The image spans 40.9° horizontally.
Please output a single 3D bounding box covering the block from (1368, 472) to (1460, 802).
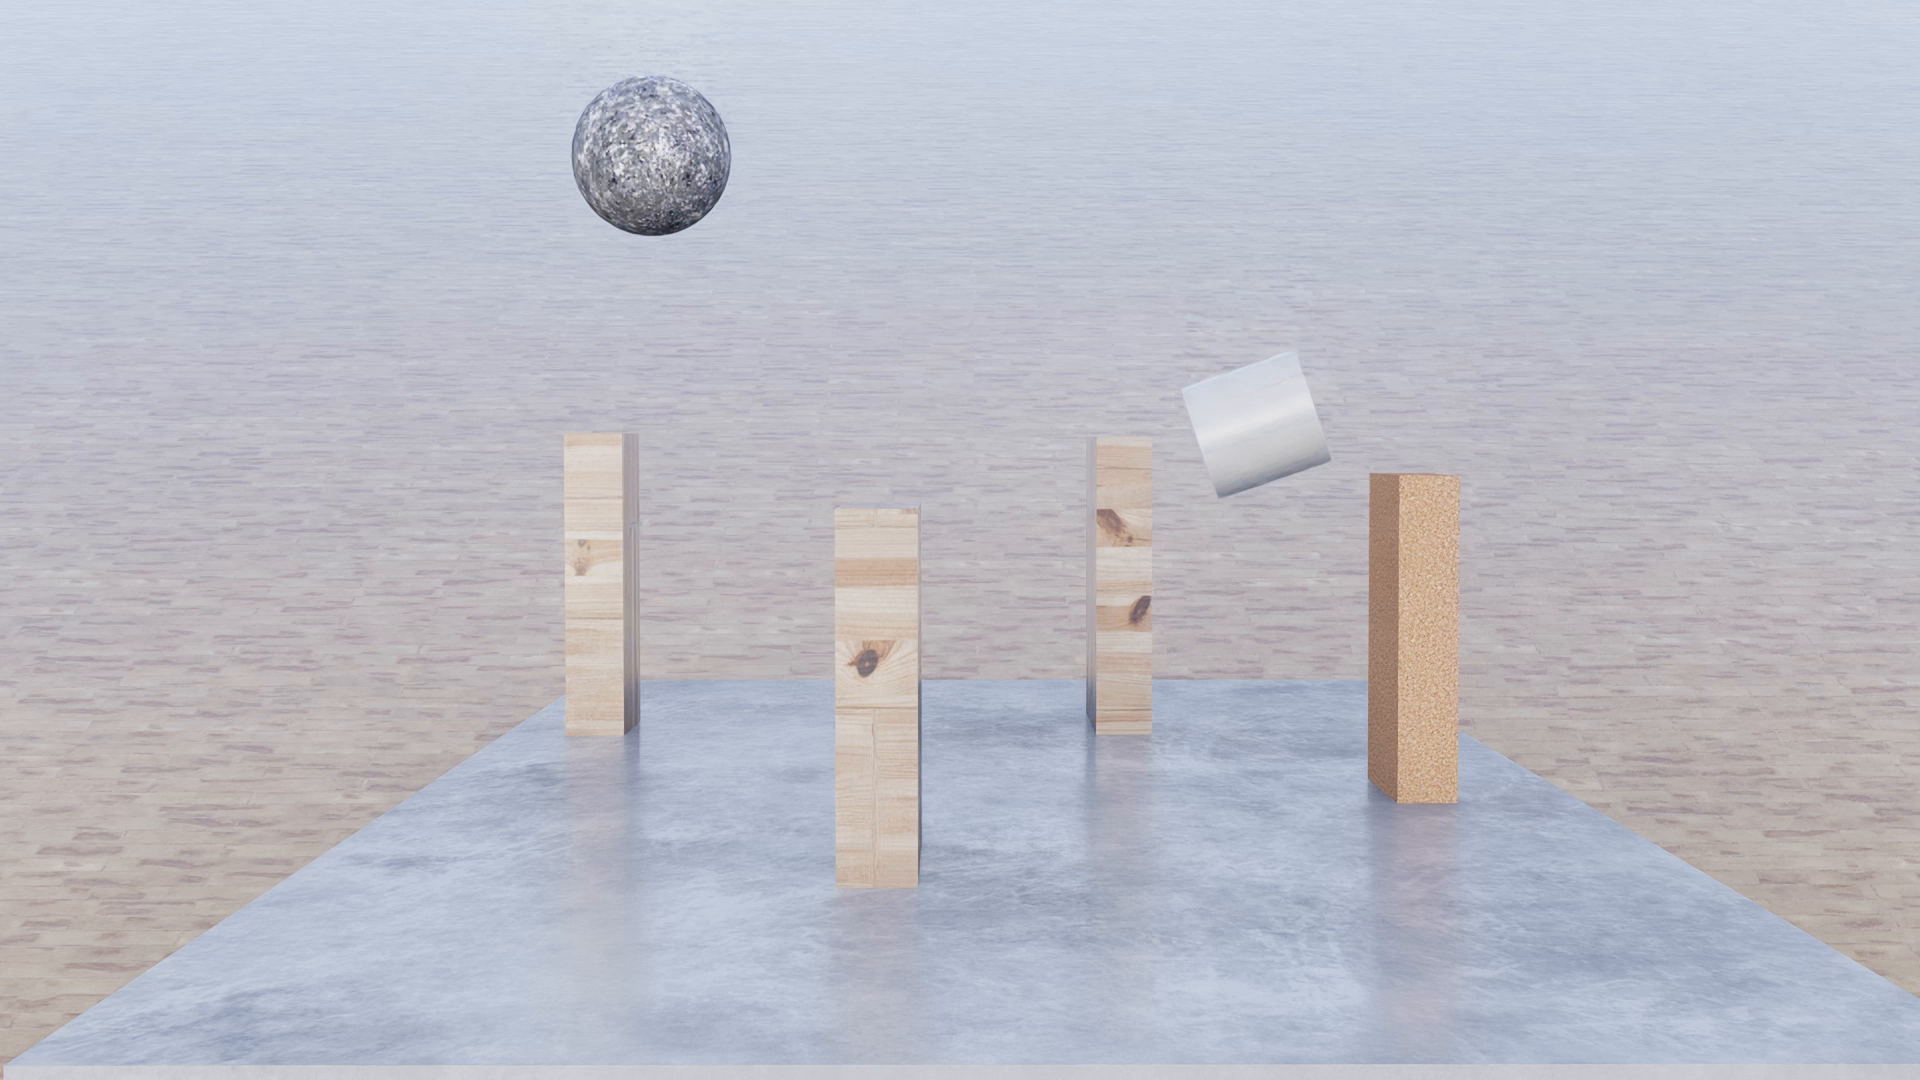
[{"bbox_3d":[0.789,0.161,4.492,0.102,0.552,0.314,0,2,0],"label":"block"}]

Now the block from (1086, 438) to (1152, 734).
[{"bbox_3d":[0.340,0.087,5.536,0.115,0.616,0.415,0,2,0],"label":"block"}]

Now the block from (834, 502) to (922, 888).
[{"bbox_3d":[-0.114,0.209,3.726,0.113,0.520,0.406,0,2,0],"label":"block"}]

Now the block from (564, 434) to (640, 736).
[{"bbox_3d":[-0.755,0.087,5.448,0.119,0.625,0.282,0,2,0],"label":"block"}]

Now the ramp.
[{"bbox_3d":[0.054,0.486,4.540,2.000,0.100,4.000,0,2,0],"label":"ramp"}]

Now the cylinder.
[{"bbox_3d":[0.286,-0.111,2.485,0.114,0.114,0.114,-19,22,7],"label":"cylinder"}]

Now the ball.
[{"bbox_3d":[-0.309,-0.384,2.577,0.160,0.160,0.160,0,23,0],"label":"ball"}]
